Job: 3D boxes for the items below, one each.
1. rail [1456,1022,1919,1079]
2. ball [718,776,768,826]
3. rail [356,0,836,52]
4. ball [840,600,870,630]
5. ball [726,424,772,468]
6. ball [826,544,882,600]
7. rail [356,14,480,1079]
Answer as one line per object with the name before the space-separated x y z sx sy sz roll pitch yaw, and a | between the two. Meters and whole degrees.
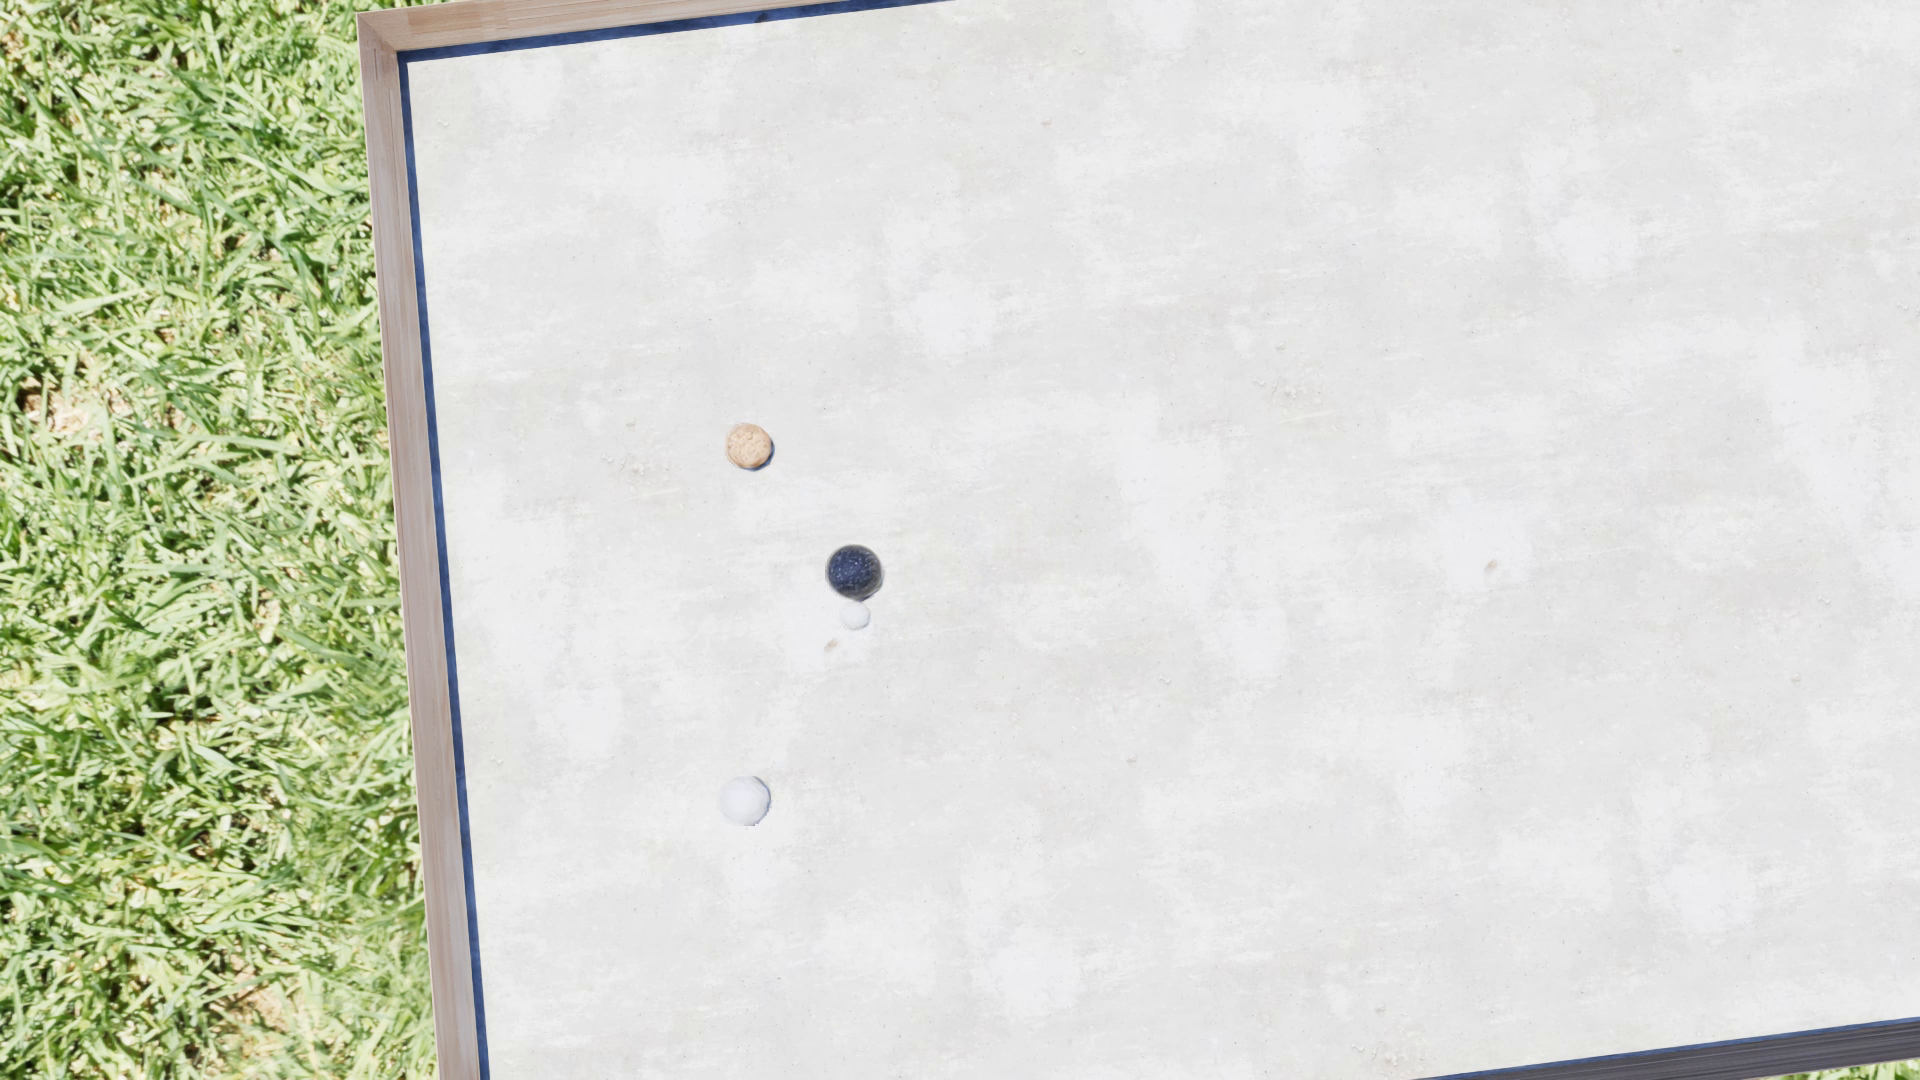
rail | 0.919 0.764 3.129 3.273 0.108 0.045 -7 80 -1
ball | -0.316 0.381 3.215 0.073 0.073 0.073 0 80 0
rail | 0.706 -0.965 3.433 3.273 0.108 0.045 -7 80 -1
ball | -0.156 0.112 3.277 0.043 0.043 0.043 0 80 0
ball | -0.317 -0.141 3.309 0.068 0.068 0.068 0 80 0
ball | -0.156 0.047 3.269 0.083 0.083 0.083 0 80 0
rail | -0.789 0.090 3.247 0.045 0.108 1.816 -7 80 -1
